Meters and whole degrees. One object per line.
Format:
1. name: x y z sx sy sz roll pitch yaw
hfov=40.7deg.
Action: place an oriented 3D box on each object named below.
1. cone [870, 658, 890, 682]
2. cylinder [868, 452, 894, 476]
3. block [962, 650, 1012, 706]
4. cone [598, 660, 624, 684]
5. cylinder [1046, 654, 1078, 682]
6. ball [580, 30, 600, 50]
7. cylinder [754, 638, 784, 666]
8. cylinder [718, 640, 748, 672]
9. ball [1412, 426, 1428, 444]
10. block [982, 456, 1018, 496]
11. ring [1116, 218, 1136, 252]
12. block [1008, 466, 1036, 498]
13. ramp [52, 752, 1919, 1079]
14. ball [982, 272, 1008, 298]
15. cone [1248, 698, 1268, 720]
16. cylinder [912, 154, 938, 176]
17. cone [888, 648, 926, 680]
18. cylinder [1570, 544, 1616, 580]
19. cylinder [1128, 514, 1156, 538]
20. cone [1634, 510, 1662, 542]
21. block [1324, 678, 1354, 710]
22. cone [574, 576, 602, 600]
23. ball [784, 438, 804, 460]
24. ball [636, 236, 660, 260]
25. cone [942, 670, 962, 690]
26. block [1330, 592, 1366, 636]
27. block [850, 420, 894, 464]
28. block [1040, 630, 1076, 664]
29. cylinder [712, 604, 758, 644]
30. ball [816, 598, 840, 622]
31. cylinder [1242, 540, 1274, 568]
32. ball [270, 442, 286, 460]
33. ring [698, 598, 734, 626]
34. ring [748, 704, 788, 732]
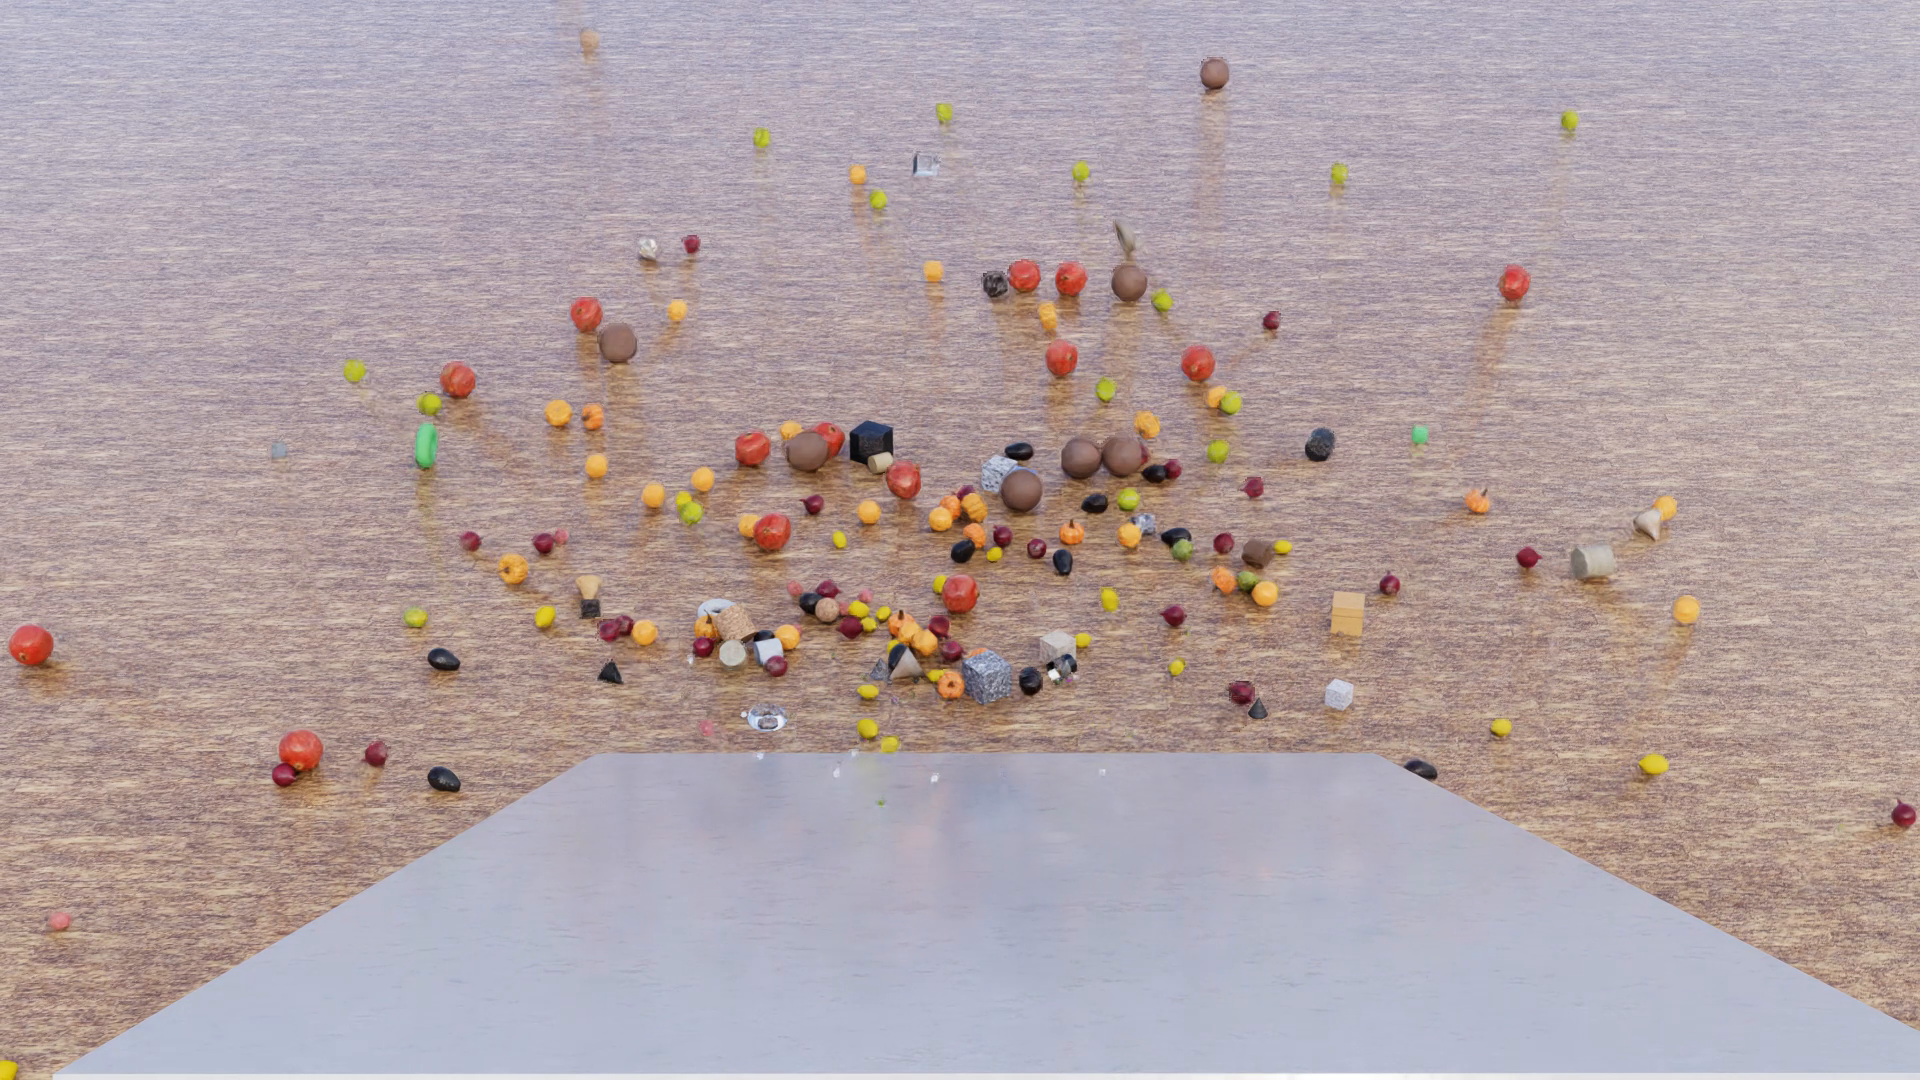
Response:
1. cone: -0.218 0.347 7.119 0.059 0.059 0.059 0 30 0
2. cylinder: -0.249 -0.242 8.139 0.060 0.060 0.060 -24 37 -25
3. block: 0.072 0.374 7.037 0.096 0.096 0.096 -20 36 -31
4. cone: -0.946 0.377 7.099 0.065 0.065 0.065 39 41 10
5. cylinder: 0.281 0.351 7.113 0.060 0.060 0.060 -26 39 -37
6. ball: -1.655 -2.236 11.565 0.090 0.090 0.090 0 30 0
7. cylinder: -0.532 0.309 7.178 0.066 0.066 0.066 -11 32 -18
8. cylinder: -0.624 0.320 7.124 0.072 0.072 0.072 -1 73 2
9. ball: 1.477 -0.337 8.310 0.054 0.054 0.054 0 30 0
10. block: 0.125 -0.202 8.048 0.083 0.083 0.083 17 34 27
11. ring: 0.616 -1.132 9.612 0.043 0.130 0.130 -19 33 -6
12. block: 0.191 -0.178 8.022 0.066 0.066 0.066 17 34 26
13. ramp: 0.067 0.598 4.657 2.000 0.100 4.000 0 0 0
14. ball: 0.126 -0.914 9.275 0.089 0.089 0.089 0 30 0
15. cone: 0.802 0.445 6.956 0.054 0.054 0.054 0 30 0
16. cylinder: -0.136 -1.488 10.272 0.081 0.081 0.081 7 31 16
17. cone: -0.158 0.358 7.117 0.095 0.095 0.095 -33 35 -2
18. cylinder: 1.853 0.064 7.576 0.092 0.092 0.092 -9 31 -15
19. cylinder: 0.549 -0.042 7.793 0.061 0.061 0.061 -8 31 -20
20. cone: 2.086 -0.029 7.791 0.089 0.089 0.089 -8 58 -13
21. block: 1.025 0.419 7.000 0.055 0.055 0.055 19 35 29
22. cone: -1.074 0.156 7.475 0.078 0.078 0.078 -3 57 -5
23. ball: -0.526 -0.290 8.217 0.066 0.066 0.066 0 30 0
24. ball: -1.156 -1.079 9.563 0.086 0.086 0.086 0 30 0
25. cone: -0.031 0.394 7.074 0.052 0.052 0.052 28 67 39
26. block: 1.099 0.208 7.333 0.087 0.087 0.087 5 30 9
27. block: -0.281 -0.305 8.210 0.099 0.099 0.099 17 34 27
28. block: 0.272 0.304 7.182 0.071 0.071 0.071 -24 38 -35
29. cylinder: -0.629 0.242 7.228 0.095 0.095 0.095 -25 78 -36
30. ball: -0.377 0.199 7.366 0.069 0.069 0.069 0 30 0
31. cylinder: 0.879 0.040 7.644 0.067 0.067 0.067 19 35 30
32. ball: -2.166 -0.283 8.219 0.051 0.051 0.051 0 30 0
33. ring: -0.690 0.208 7.380 0.121 0.040 0.121 1 30 -1
34. ring: -0.514 0.474 6.923 0.109 0.036 0.109 1 29 0
